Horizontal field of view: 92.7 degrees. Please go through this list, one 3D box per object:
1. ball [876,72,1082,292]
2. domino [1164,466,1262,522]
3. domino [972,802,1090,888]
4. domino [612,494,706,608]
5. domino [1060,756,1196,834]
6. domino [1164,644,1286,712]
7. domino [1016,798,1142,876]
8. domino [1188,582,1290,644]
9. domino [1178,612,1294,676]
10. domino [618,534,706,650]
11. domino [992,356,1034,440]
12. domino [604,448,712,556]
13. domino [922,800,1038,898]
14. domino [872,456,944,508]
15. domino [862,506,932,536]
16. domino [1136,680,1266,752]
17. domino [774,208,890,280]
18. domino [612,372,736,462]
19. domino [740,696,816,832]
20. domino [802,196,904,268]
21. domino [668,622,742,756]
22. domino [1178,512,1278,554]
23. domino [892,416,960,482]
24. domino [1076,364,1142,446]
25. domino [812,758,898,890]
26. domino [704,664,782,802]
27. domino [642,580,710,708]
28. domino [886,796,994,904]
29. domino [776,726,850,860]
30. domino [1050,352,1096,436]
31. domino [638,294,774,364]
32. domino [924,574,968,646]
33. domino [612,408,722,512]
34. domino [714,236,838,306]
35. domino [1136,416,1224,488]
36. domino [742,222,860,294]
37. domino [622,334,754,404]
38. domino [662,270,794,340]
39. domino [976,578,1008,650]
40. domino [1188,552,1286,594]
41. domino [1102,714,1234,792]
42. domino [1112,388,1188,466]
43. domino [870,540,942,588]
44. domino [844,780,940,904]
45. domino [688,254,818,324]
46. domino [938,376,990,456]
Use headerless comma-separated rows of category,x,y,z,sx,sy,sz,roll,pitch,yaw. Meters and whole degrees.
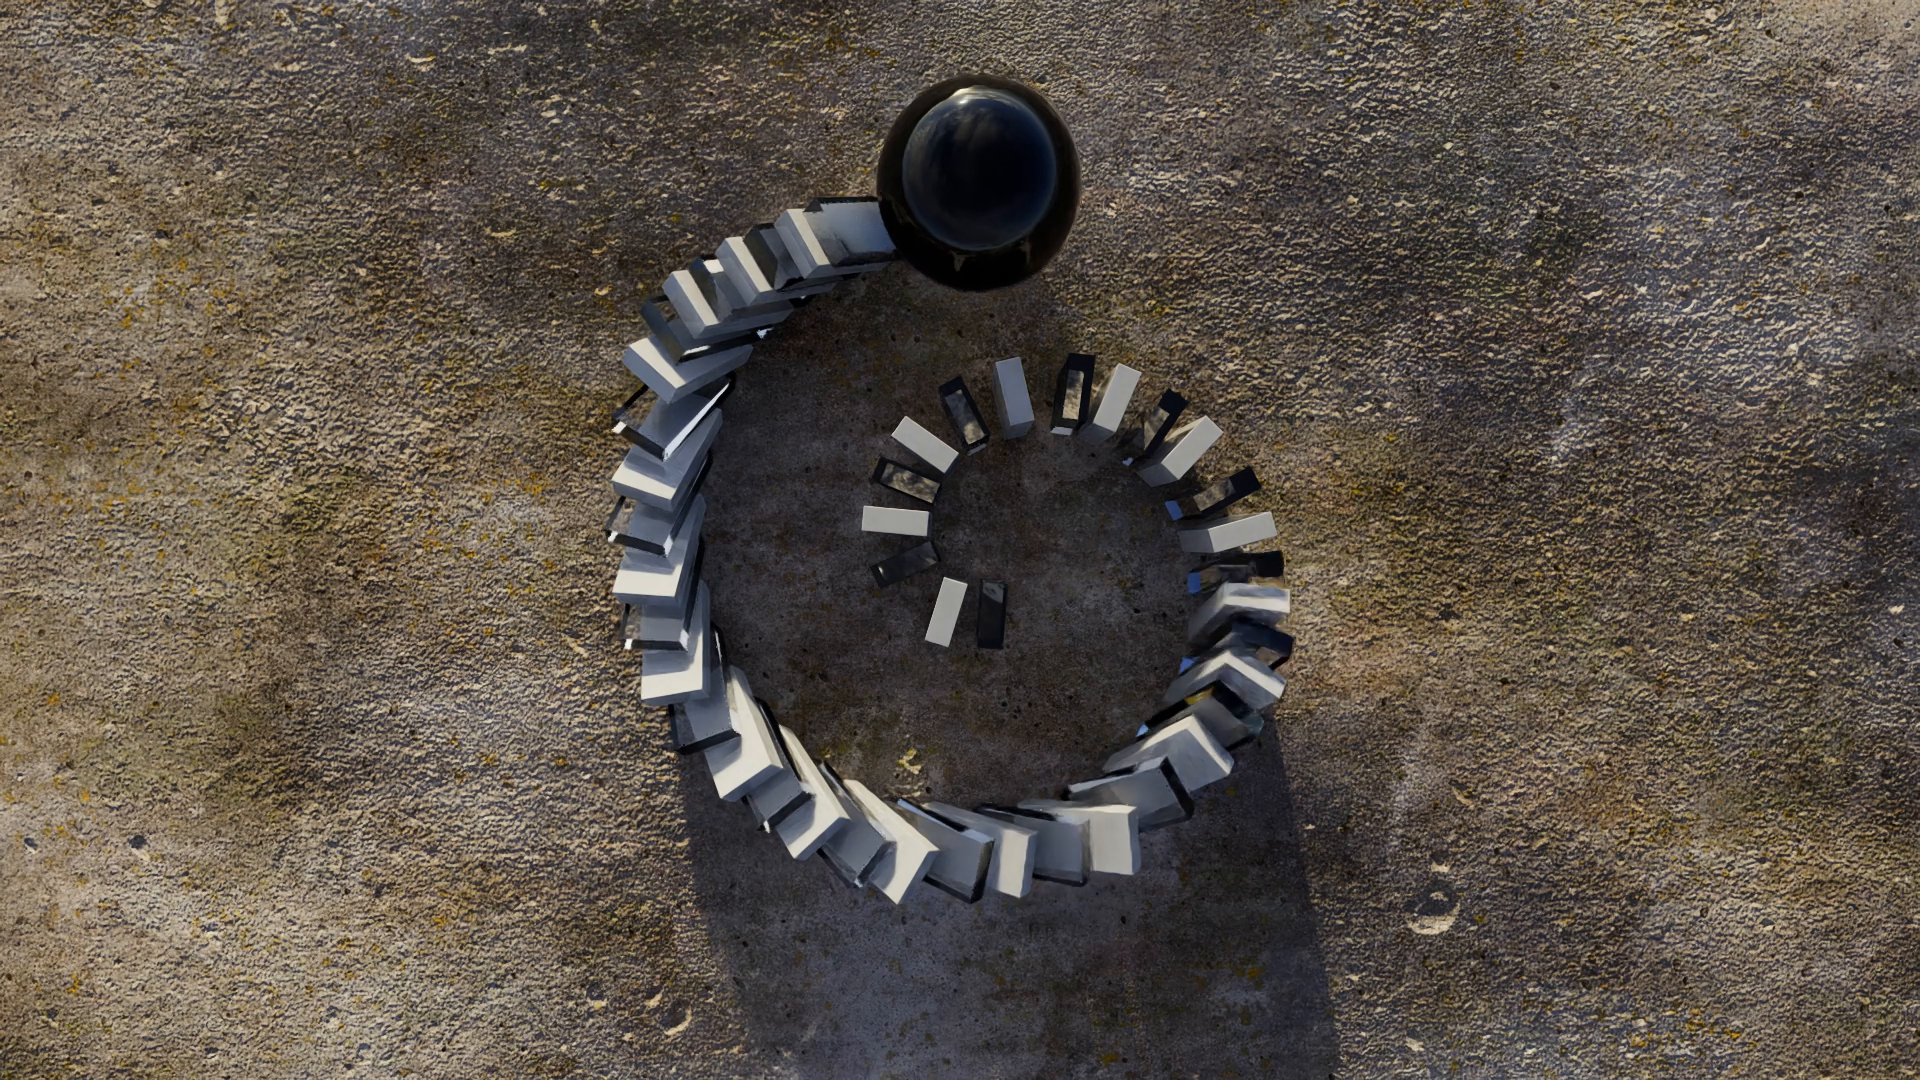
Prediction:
ball,0.007,-0.139,0.360,0.080,0.080,0.080,0,90,0
domino,0.102,-0.018,0.375,0.025,0.050,0.009,-28,90,0
domino,0.029,0.127,0.383,0.050,0.010,0.025,-1,90,30
domino,-0.125,0.003,0.382,0.025,0.009,0.050,4,58,1
domino,0.069,0.109,0.382,0.050,0.009,0.025,-28,92,34
domino,0.107,0.062,0.376,0.025,0.050,0.009,34,58,0
domino,0.049,0.123,0.383,0.050,0.010,0.025,-5,90,31
domino,0.113,0.032,0.375,0.025,0.050,0.010,8,67,0
domino,0.112,0.048,0.376,0.025,0.050,0.010,23,60,0
domino,-0.124,0.021,0.384,0.025,0.010,0.050,2,61,0
domino,0.021,-0.057,0.375,0.010,0.050,0.025,-13,90,0
domino,-0.125,-0.019,0.383,0.025,0.009,0.050,16,59,0
domino,0.006,0.129,0.384,0.050,0.010,0.025,8,90,29
domino,-0.020,-0.023,0.375,0.025,0.050,0.009,22,90,0
domino,-0.025,-0.007,0.375,0.025,0.050,0.009,5,90,0
domino,0.098,0.078,0.378,0.025,0.050,0.010,42,48,0
domino,-0.051,-0.123,0.378,0.010,0.050,0.025,-29,90,39
domino,-0.118,-0.058,0.382,0.025,0.010,0.050,32,55,0
domino,-0.083,0.093,0.382,0.025,0.010,0.050,-39,57,2
domino,-0.039,-0.128,0.378,0.010,0.050,0.025,-29,90,39
domino,-0.109,0.062,0.383,0.025,0.010,0.050,-21,59,1
domino,0.108,-0.003,0.375,0.025,0.050,0.009,-15,90,0
domino,-0.013,-0.036,0.375,0.025,0.050,0.009,35,90,0
domino,0.060,-0.054,0.375,0.009,0.050,0.025,24,90,0
domino,-0.052,0.118,0.383,0.050,0.010,0.025,39,92,31
domino,-0.095,0.080,0.382,0.025,0.009,0.050,-35,58,4
domino,-0.118,0.043,0.383,0.025,0.009,0.050,-10,60,1
domino,-0.011,0.128,0.382,0.050,0.010,0.025,14,93,33
domino,-0.070,0.105,0.383,0.025,0.010,0.050,-43,59,0
domino,0.046,-0.059,0.375,0.010,0.050,0.025,7,90,0
domino,-0.104,-0.091,0.378,0.010,0.050,0.025,-35,90,40
domino,-0.005,0.028,0.375,0.009,0.050,0.025,17,90,0
domino,-0.121,-0.037,0.383,0.025,0.010,0.050,18,57,0
domino,-0.074,-0.113,0.378,0.009,0.050,0.025,-34,89,39
domino,0.089,-0.035,0.375,0.010,0.050,0.025,44,90,0
domino,-0.063,-0.118,0.378,0.009,0.050,0.025,-32,90,39
domino,-0.111,-0.076,0.378,0.025,0.050,0.010,42,130,0
domino,-0.095,-0.100,0.378,0.010,0.050,0.025,-33,89,40
domino,0.013,0.029,0.375,0.010,0.050,0.025,5,90,0
domino,0.112,0.014,0.375,0.025,0.050,0.010,-4,80,0
domino,0.085,0.093,0.380,0.025,0.010,0.050,49,131,0
domino,0.077,-0.045,0.375,0.010,0.050,0.025,34,90,0
domino,-0.021,0.009,0.375,0.025,0.050,0.010,-24,90,0
domino,-0.035,0.125,0.383,0.050,0.009,0.025,30,90,31
domino,-0.084,-0.106,0.378,0.009,0.050,0.025,-33,89,40
domino,0.002,-0.050,0.375,0.009,0.050,0.025,-28,90,0
